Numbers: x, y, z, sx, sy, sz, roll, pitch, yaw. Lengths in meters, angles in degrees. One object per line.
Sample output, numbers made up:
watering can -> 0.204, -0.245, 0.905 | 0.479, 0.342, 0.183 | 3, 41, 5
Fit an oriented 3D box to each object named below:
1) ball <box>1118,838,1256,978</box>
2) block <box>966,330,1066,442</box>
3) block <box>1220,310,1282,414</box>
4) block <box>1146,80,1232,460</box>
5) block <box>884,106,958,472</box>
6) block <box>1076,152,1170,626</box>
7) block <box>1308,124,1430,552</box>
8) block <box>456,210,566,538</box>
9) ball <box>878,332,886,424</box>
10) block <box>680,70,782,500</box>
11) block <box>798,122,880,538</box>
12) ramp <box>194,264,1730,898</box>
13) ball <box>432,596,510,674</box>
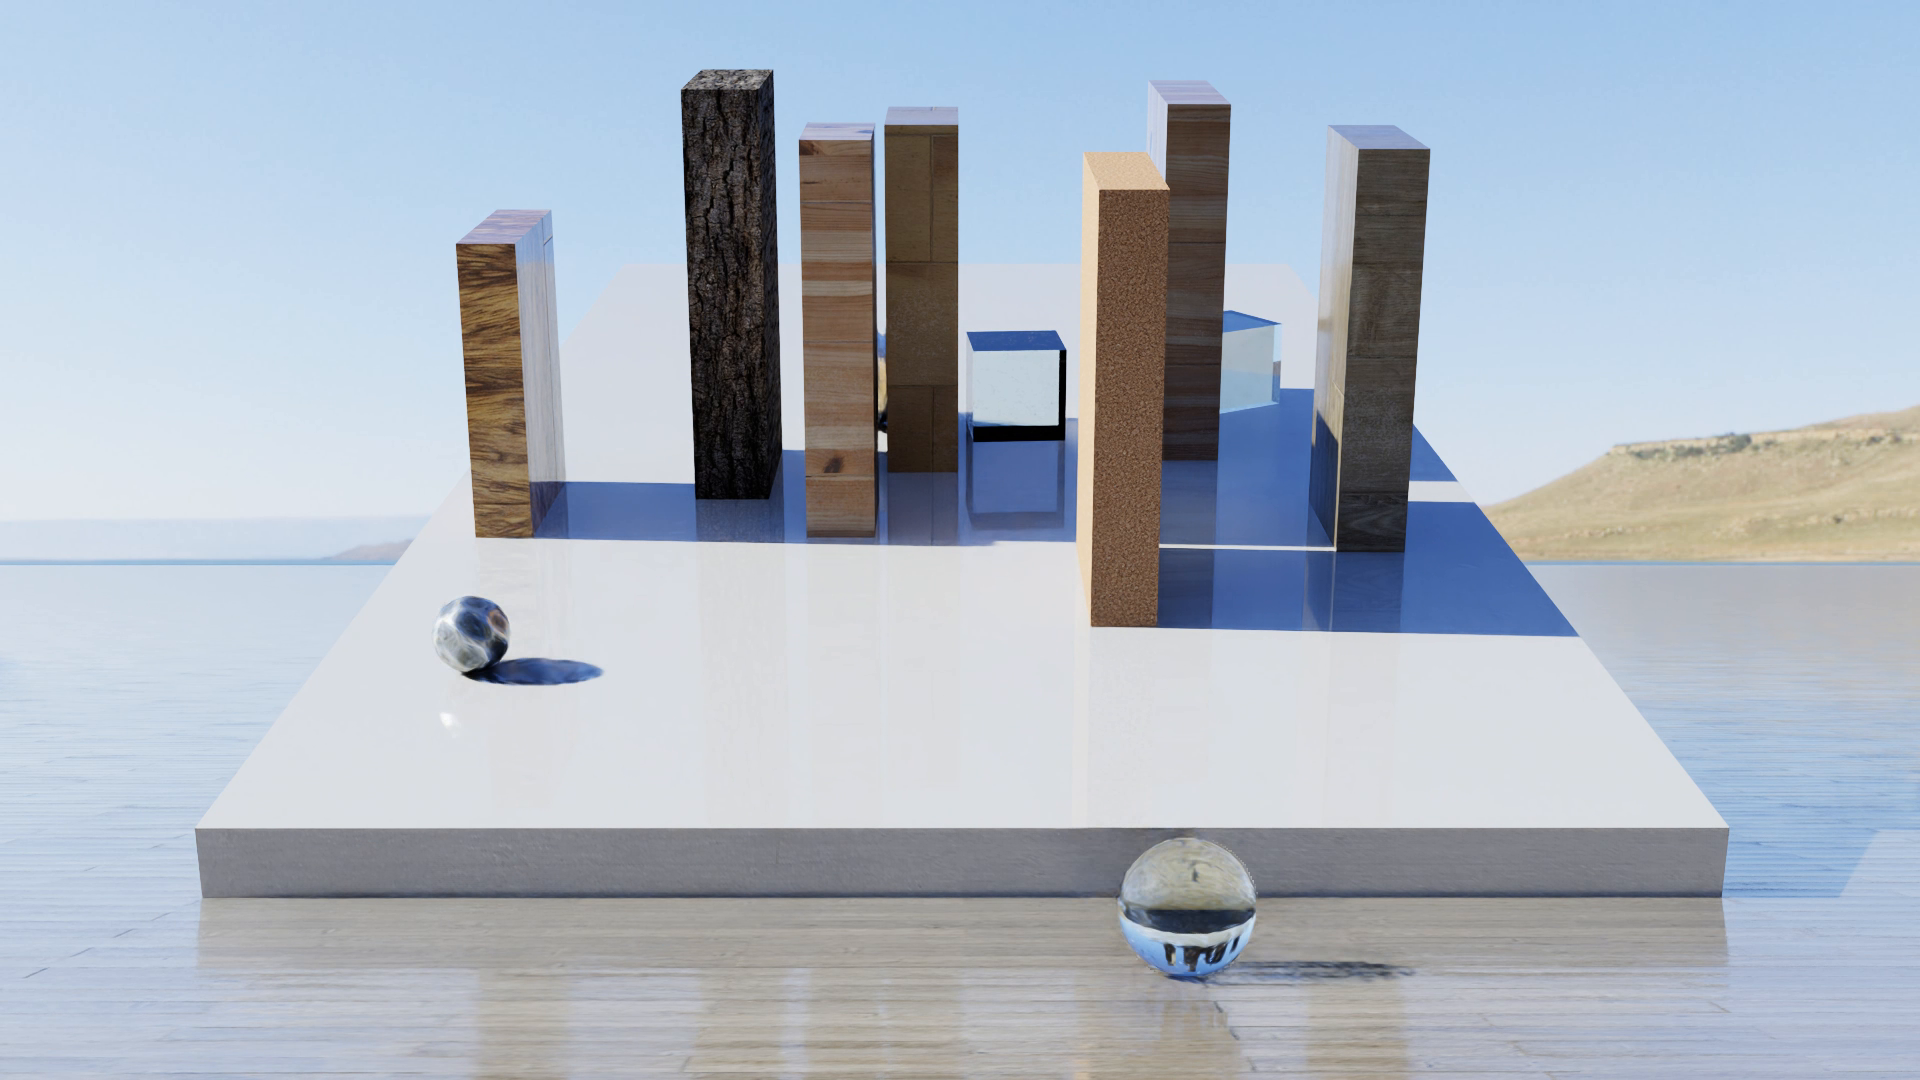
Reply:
ball -> 0.242, 0.392, 2.381 | 0.147, 0.147, 0.147 | 0, 0, 0
block -> 0.119, -0.334, 4.819 | 0.197, 0.197, 0.197 | -1, 18, -4
block -> 0.599, -0.407, 5.072 | 0.184, 0.184, 0.184 | -11, 21, -31
block -> 0.470, -0.579, 4.715 | 0.126, 0.728, 0.448 | 0, 18, 0
block -> -0.076, -0.516, 4.563 | 0.144, 0.698, 0.304 | 0, 18, 0
block -> 0.267, -0.263, 3.739 | 0.109, 0.714, 0.427 | 0, 18, 0
block -> 0.740, -0.372, 4.071 | 0.123, 0.723, 0.329 | 0, 18, 0
block -> -0.839, -0.320, 4.197 | 0.105, 0.544, 0.376 | 0, 18, 0
ball -> -0.198, -0.353, 4.867 | 0.204, 0.204, 0.204 | 0, 0, 0
block -> -0.444, -0.510, 4.395 | 0.143, 0.786, 0.368 | 0, 18, 0
block -> -0.219, -0.389, 4.114 | 0.125, 0.726, 0.251 | 0, 18, 0
ramp -> -0.003, -0.181, 4.827 | 2.000, 0.100, 4.000 | 0, 18, 0
ball -> -0.752, 0.145, 3.431 | 0.119, 0.119, 0.119 | 0, 0, 0
